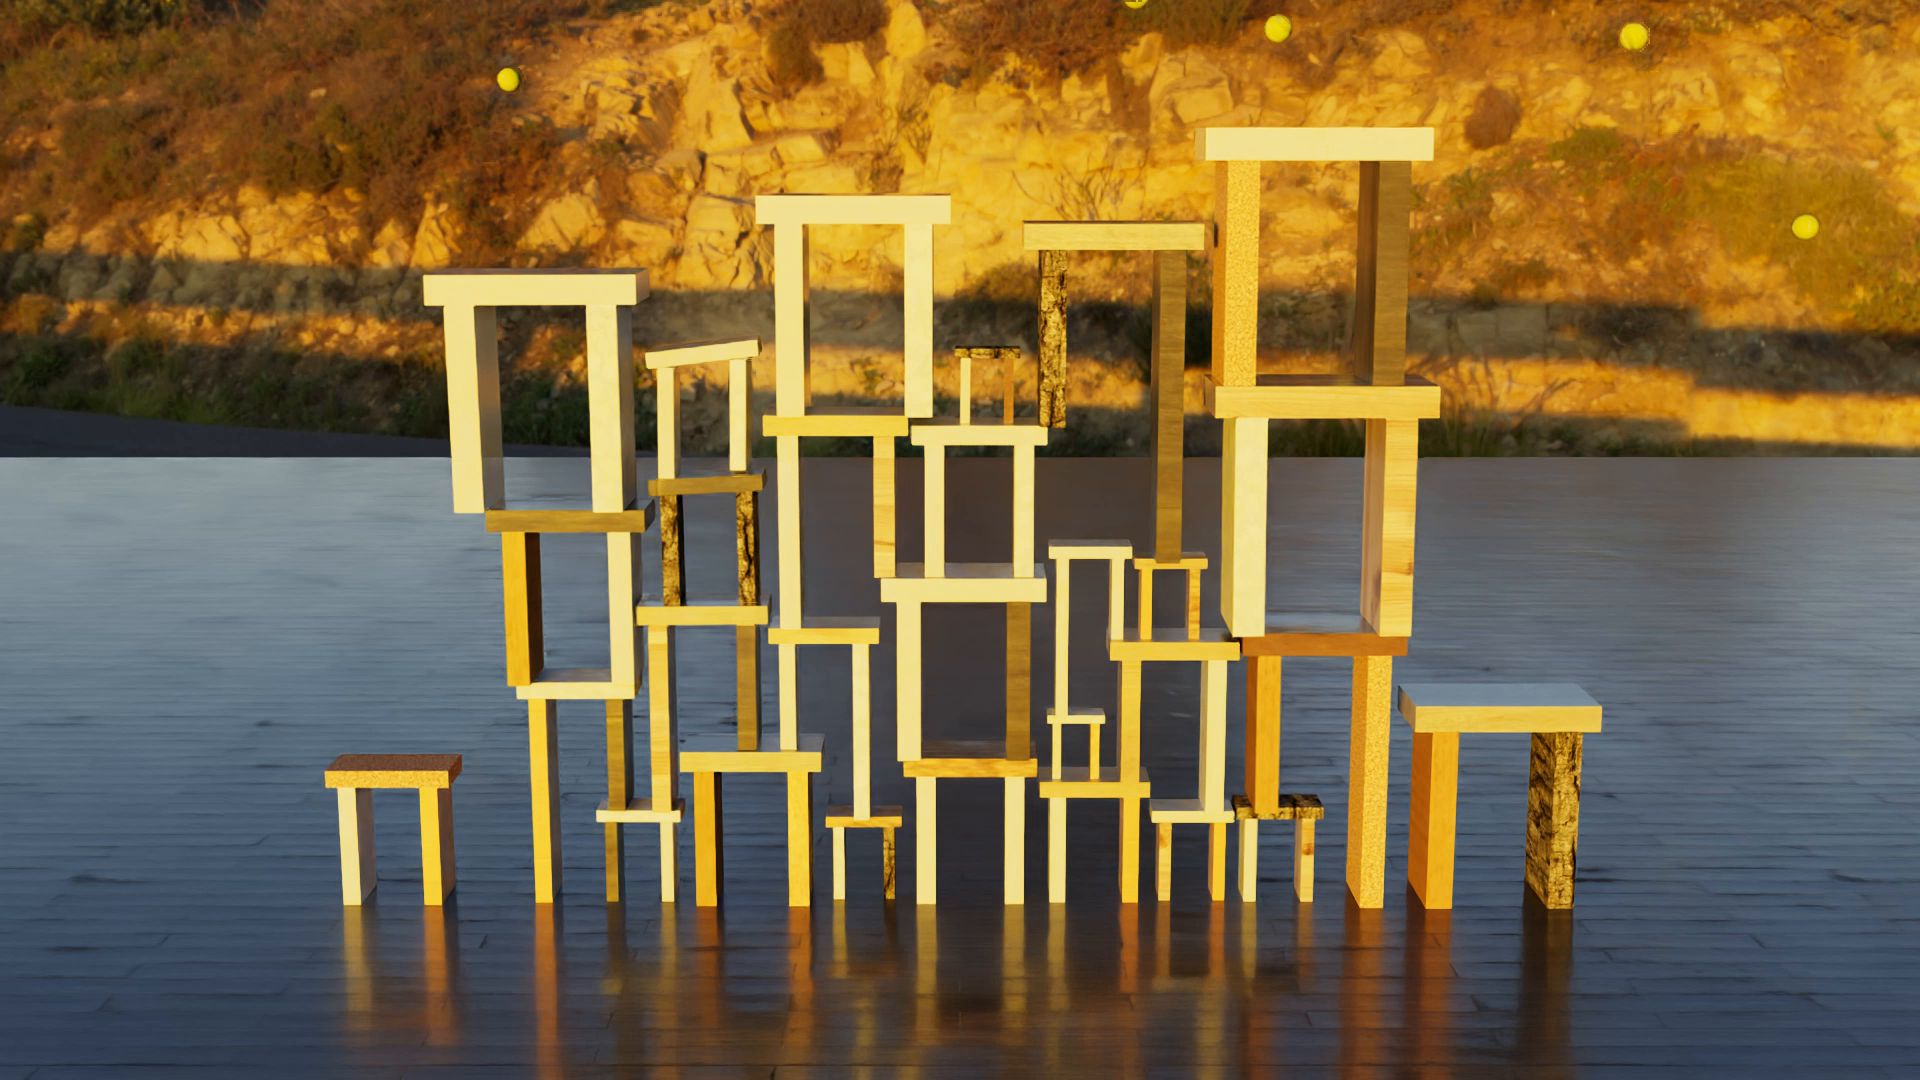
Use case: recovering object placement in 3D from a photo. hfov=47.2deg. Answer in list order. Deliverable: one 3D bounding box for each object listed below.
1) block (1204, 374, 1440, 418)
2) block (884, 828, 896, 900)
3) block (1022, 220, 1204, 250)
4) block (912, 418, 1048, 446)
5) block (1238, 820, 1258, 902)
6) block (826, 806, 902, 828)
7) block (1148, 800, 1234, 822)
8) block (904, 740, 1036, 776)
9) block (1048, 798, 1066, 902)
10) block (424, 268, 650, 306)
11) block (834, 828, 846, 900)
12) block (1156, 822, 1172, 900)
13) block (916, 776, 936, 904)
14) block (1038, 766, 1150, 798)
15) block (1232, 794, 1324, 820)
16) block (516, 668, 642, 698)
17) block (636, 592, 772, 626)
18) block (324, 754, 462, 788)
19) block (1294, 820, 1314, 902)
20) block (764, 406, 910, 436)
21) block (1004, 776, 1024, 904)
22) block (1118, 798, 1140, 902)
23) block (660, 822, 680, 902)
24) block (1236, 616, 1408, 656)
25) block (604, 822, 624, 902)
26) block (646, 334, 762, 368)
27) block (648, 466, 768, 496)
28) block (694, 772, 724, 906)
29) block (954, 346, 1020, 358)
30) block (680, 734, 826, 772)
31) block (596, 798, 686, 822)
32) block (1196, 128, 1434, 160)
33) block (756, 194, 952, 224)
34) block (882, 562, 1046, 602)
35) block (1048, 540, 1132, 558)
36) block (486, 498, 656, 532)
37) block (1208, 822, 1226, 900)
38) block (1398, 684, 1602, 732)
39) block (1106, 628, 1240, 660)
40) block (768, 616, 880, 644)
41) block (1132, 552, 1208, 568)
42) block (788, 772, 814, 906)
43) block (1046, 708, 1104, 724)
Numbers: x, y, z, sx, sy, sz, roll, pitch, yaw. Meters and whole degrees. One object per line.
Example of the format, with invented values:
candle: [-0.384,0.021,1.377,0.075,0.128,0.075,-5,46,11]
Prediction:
block: [0.573,-0.230,3.510,0.349,0.049,0.175,0,11,0]
block: [-0.117,0.528,3.662,0.018,0.124,0.062,0,11,0]
block: [0.238,-0.481,3.467,0.277,0.039,0.139,0,10,0]
block: [0.031,-0.175,3.526,0.214,0.030,0.107,0,11,0]
block: [0.478,0.521,3.654,0.020,0.141,0.071,0,11,0]
block: [-0.159,0.458,3.649,0.124,0.018,0.062,0,11,0]
block: [0.383,0.449,3.644,0.134,0.019,0.067,0,11,0]
block: [0.017,0.361,3.632,0.217,0.031,0.108,0,11,0]
block: [0.161,0.501,3.655,0.025,0.180,0.090,0,11,0]
block: [-0.666,-0.402,3.481,0.327,0.046,0.163,0,11,-1]
block: [-0.200,0.528,3.662,0.018,0.124,0.062,0,11,0]
block: [0.338,0.524,3.658,0.019,0.134,0.067,0,11,0]
block: [-0.055,0.482,3.654,0.031,0.217,0.108,0,11,0]
block: [0.221,0.400,3.636,0.180,0.026,0.090,0,11,0]
block: [0.525,0.442,3.639,0.141,0.020,0.071,0,11,0]
block: [-0.623,0.236,3.608,0.190,0.027,0.095,0,11,0]
block: [-0.416,0.112,3.584,0.210,0.030,0.105,0,11,-1]
block: [-0.932,0.380,3.626,0.200,0.028,0.100,0,11,0]
block: [0.572,0.521,3.654,0.020,0.141,0.071,0,10,0]
block: [-0.196,-0.191,3.528,0.229,0.032,0.114,0,11,0]
block: [0.089,0.482,3.654,0.031,0.217,0.108,0,10,0]
block: [0.281,0.501,3.655,0.026,0.180,0.090,0,11,0]
block: [-0.482,0.523,3.652,0.019,0.137,0.068,0,10,0]
block: [0.584,0.156,3.583,0.263,0.037,0.131,0,11,0]
block: [-0.573,0.523,3.652,0.019,0.137,0.068,0,11,0]
block: [-0.407,-0.300,3.500,0.176,0.025,0.088,-7,11,0]
block: [-0.405,-0.096,3.539,0.181,0.026,0.090,-3,11,0]
block: [-0.416,0.478,3.646,0.032,0.229,0.114,0,11,0]
block: [0.044,-0.300,3.509,0.104,0.015,0.052,0,11,0]
block: [-0.340,0.350,3.623,0.229,0.032,0.114,0,11,0]
block: [-0.527,0.447,3.638,0.137,0.019,0.068,0,11,0]
block: [0.550,-0.620,3.441,0.346,0.049,0.173,0,11,0]
block: [-0.164,-0.523,3.463,0.301,0.043,0.150,0,11,0]
block: [0.006,0.068,3.575,0.264,0.037,0.132,0,11,0]
block: [0.210,0.014,3.562,0.133,0.019,0.067,0,11,0]
block: [-0.627,-0.041,3.552,0.251,0.036,0.126,0,11,0]
block: [0.427,0.524,3.658,0.019,0.134,0.067,0,11,0]
block: [0.883,0.275,3.613,0.299,0.042,0.149,0,11,0]
block: [0.346,0.170,3.588,0.208,0.029,0.104,0,11,0]
block: [-0.220,0.147,3.586,0.177,0.025,0.089,0,11,0]
block: [0.339,0.033,3.562,0.116,0.016,0.058,0,10,0]
block: [-0.264,0.478,3.646,0.032,0.229,0.114,0,11,0]
block: [0.190,0.289,3.615,0.094,0.013,0.047,0,11,0]
